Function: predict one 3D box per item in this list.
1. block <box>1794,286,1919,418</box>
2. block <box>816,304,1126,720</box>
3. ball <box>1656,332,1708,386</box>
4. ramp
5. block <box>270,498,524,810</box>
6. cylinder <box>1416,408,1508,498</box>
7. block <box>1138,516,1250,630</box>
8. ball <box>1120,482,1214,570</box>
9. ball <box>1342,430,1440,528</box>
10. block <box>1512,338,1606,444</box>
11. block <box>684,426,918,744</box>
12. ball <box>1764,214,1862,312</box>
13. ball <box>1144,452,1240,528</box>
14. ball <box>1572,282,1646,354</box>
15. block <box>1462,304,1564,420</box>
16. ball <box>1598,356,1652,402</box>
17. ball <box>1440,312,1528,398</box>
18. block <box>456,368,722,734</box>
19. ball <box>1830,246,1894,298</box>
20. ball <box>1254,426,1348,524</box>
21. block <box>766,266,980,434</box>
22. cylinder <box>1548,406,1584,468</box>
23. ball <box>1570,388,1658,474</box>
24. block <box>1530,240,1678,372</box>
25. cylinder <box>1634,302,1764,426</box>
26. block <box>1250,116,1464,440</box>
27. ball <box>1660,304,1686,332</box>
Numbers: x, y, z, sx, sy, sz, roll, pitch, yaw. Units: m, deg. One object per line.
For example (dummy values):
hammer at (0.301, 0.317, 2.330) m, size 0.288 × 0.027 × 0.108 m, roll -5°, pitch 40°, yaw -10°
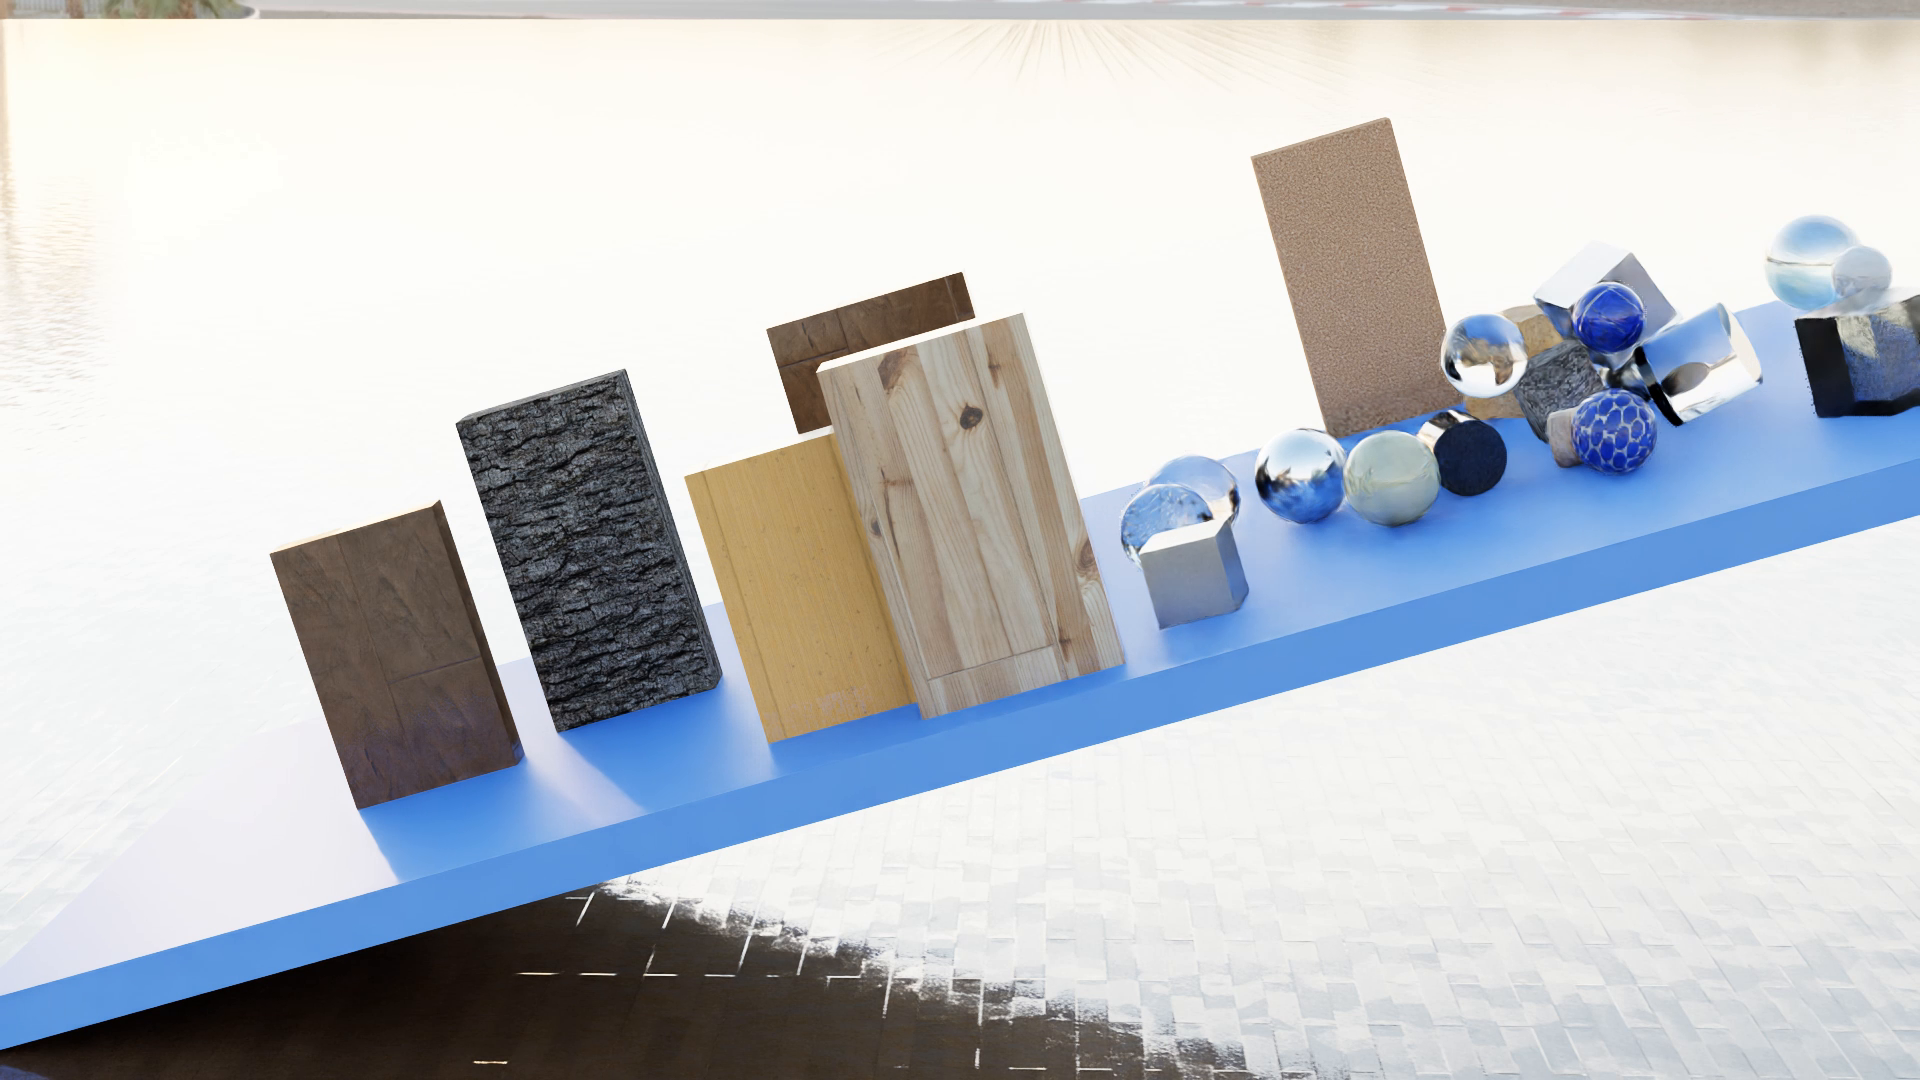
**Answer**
block at (1.776, -0.364, 5.678) m, size 0.201 × 0.201 × 0.201 m, roll -21°, pitch 11°, yaw -25°
block at (0.024, -0.051, 5.459) m, size 0.391 × 0.679 × 0.131 m, roll -16°, pitch 10°, yaw 5°
ball at (1.569, -0.394, 6.400) m, size 0.114 × 0.114 × 0.114 m, roll 0°, pitch 11°, yaw 0°
ramp at (0.091, 0.187, 6.320) m, size 4.000 × 0.100 × 2.000 m, roll -16°, pitch 10°, yaw 5°
block at (-1.176, 0.241, 6.160) m, size 0.356 × 0.572 × 0.090 m, roll -16°, pitch 10°, yaw 5°
cylinder at (1.026, -0.178, 6.026) m, size 0.155 × 0.155 × 0.155 m, roll -1°, pitch 17°, yaw -8°
block at (0.451, 0.063, 5.659) m, size 0.153 × 0.153 × 0.153 m, roll -14°, pitch 10°, yaw 18°
ball at (0.426, -0.019, 6.027) m, size 0.196 × 0.196 × 0.196 m, roll 0°, pitch 11°, yaw 0°
ball at (0.862, -0.122, 5.880) m, size 0.194 × 0.194 × 0.194 m, roll 0°, pitch 11°, yaw 0°
block at (1.278, -0.318, 6.273) m, size 0.159 × 0.159 × 0.159 m, roll -28°, pitch 7°, yaw 5°
block at (-0.297, 0.083, 5.653) m, size 0.308 × 0.543 × 0.118 m, roll -16°, pitch 10°, yaw 5°
ball at (1.794, -0.583, 6.179) m, size 0.206 × 0.206 × 0.206 m, roll 0°, pitch 11°, yaw 0°
ball at (0.491, -0.082, 6.236) m, size 0.207 × 0.207 × 0.207 m, roll 0°, pitch 11°, yaw 0°
ball at (1.324, -0.453, 6.005) m, size 0.147 × 0.147 × 0.147 m, roll 0°, pitch 11°, yaw 0°
block at (1.282, -0.410, 6.728) m, size 0.210 × 0.210 × 0.210 m, roll -22°, pitch 11°, yaw -27°
ball at (1.453, -0.358, 6.367) m, size 0.137 × 0.137 × 0.137 m, roll 0°, pitch 11°, yaw 0°
ball at (1.077, -0.380, 6.044) m, size 0.177 × 0.177 × 0.177 m, roll 0°, pitch 11°, yaw 0°
block at (-0.796, 0.023, 6.345) m, size 0.361 × 0.704 × 0.139 m, roll -16°, pitch 10°, yaw 5°
ball at (1.795, -0.527, 5.856) m, size 0.119 × 0.119 × 0.119 m, roll 0°, pitch 11°, yaw 0°
ball at (0.719, -0.136, 6.172) m, size 0.202 × 0.202 × 0.202 m, roll 0°, pitch 11°, yaw 0°
block at (-0.108, -0.202, 6.474) m, size 0.445 × 0.694 × 0.119 m, roll -16°, pitch 10°, yaw 5°
cylinder at (1.261, -0.212, 5.933) m, size 0.117 × 0.117 × 0.117 m, roll -12°, pitch 4°, yaw 28°
ball at (1.281, -0.213, 5.761) m, size 0.167 × 0.167 × 0.167 m, roll 0°, pitch 11°, yaw 0°
block at (1.381, -0.505, 6.311) m, size 0.182 × 0.182 × 0.182 m, roll -42°, pitch 20°, yaw -2°
cylinder at (1.507, -0.358, 6.002) m, size 0.190 × 0.190 × 0.190 m, roll -29°, pitch -2°, yaw 25°
block at (0.950, -0.622, 7.021) m, size 0.334 × 0.700 × 0.105 m, roll -16°, pitch 10°, yaw 5°
ball at (1.602, -0.480, 6.771) m, size 0.146 × 0.146 × 0.146 m, roll 0°, pitch 11°, yaw 0°
